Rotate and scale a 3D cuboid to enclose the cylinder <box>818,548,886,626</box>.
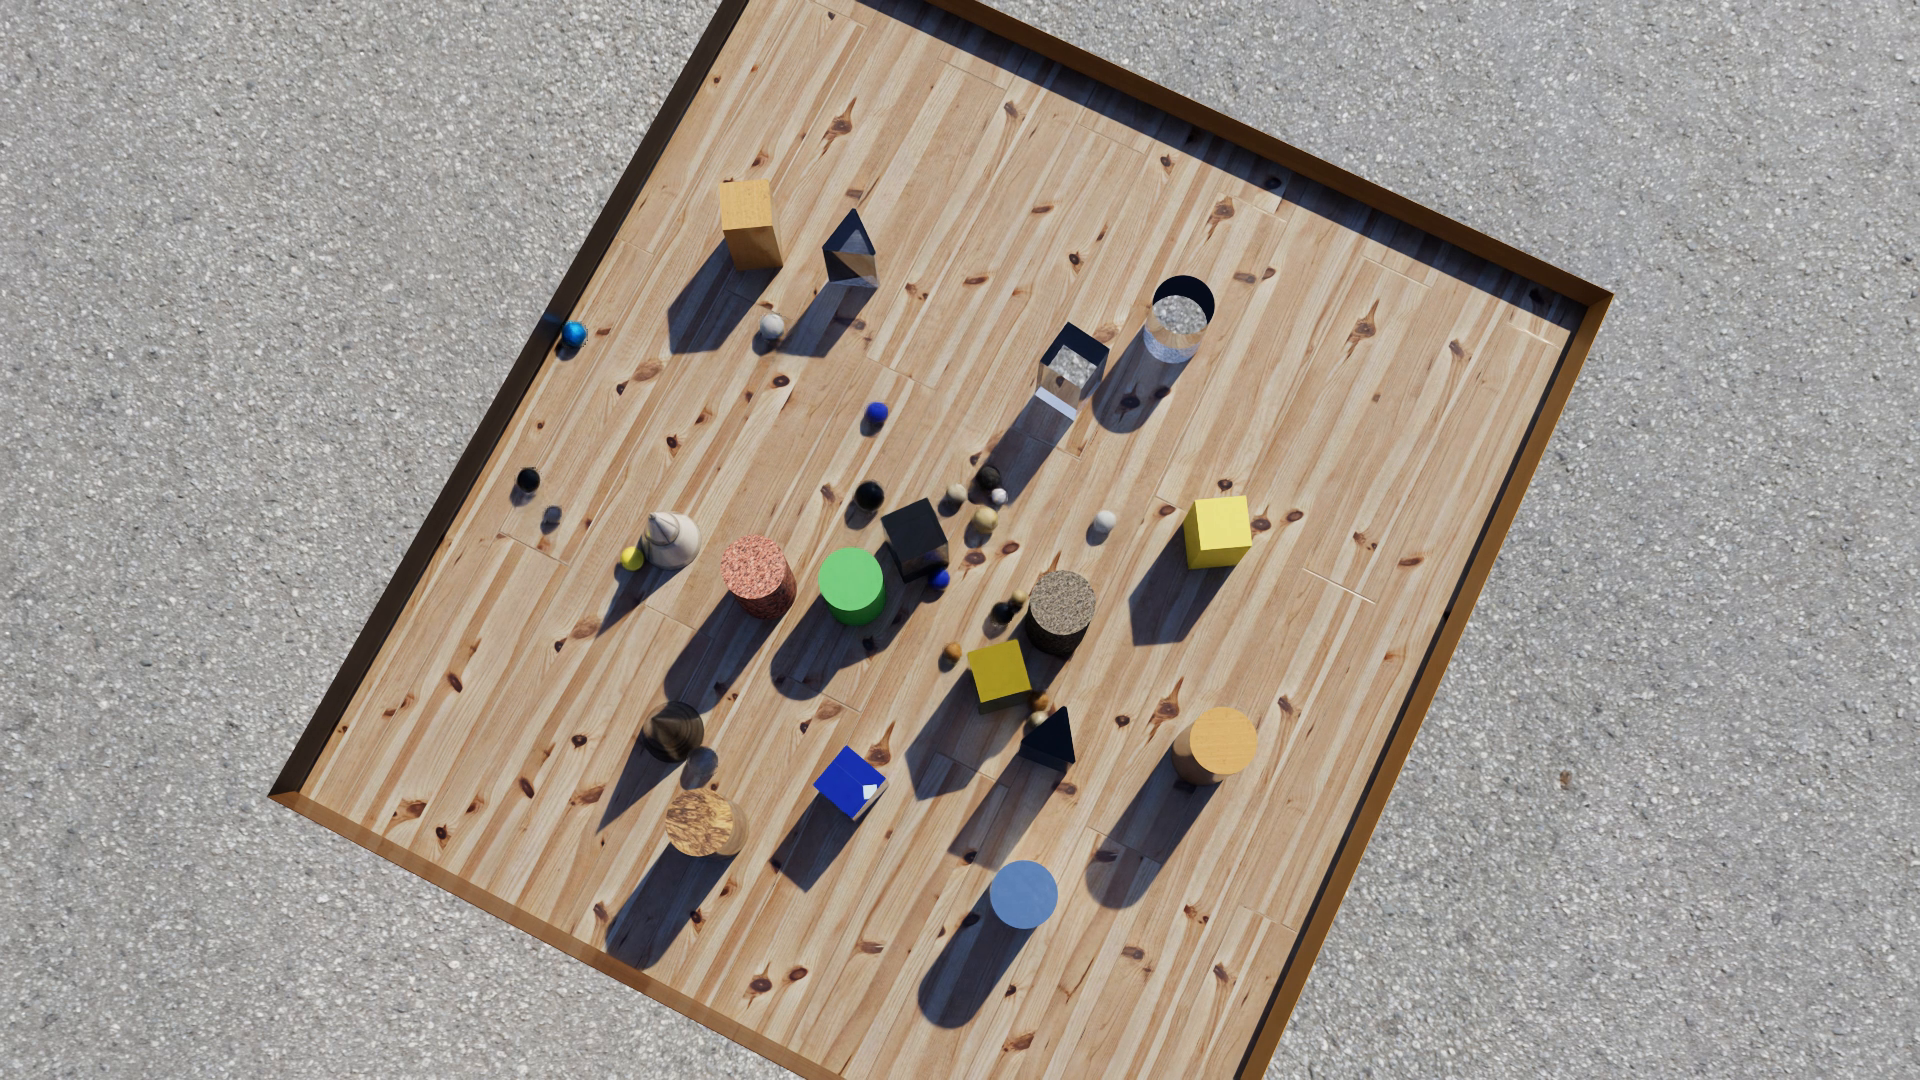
[{"bbox_3d":[-0.317,0.142,5.440,0.186,0.288,0.186,0,78,0],"label":"cylinder"}]

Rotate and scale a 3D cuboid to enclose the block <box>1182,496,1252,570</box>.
[{"bbox_3d":[0.765,-0.020,5.466,0.149,0.302,0.149,-5,78,-1],"label":"block"}]

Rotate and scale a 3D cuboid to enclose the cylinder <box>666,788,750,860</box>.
[{"bbox_3d":[-0.718,0.817,5.241,0.186,0.404,0.186,0,78,0],"label":"cylinder"}]

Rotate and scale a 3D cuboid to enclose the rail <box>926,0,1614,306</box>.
[{"bbox_3d":[0.701,-1.367,5.836,2.926,0.121,0.045,26,80,5],"label":"rail"}]

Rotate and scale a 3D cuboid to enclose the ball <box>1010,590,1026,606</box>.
[{"bbox_3d":[0.177,0.177,5.555,0.048,0.048,0.048,0,78,0],"label":"ball"}]

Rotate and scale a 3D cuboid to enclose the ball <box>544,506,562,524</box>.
[{"bbox_3d":[-1.243,-0.077,5.604,0.055,0.055,0.055,0,78,0],"label":"ball"}]

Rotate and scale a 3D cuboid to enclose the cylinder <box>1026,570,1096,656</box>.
[{"bbox_3d":[0.290,0.217,5.367,0.186,0.401,0.186,0,78,0],"label":"cylinder"}]

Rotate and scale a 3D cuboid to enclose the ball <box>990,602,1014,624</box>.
[{"bbox_3d":[0.127,0.221,5.535,0.070,0.070,0.070,0,78,0],"label":"ball"}]

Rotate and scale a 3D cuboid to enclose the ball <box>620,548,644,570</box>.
[{"bbox_3d":[-0.996,0.057,5.568,0.071,0.071,0.071,0,78,0],"label":"ball"}]

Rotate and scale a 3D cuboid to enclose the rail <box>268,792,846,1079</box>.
[{"bbox_3d":[-0.701,1.380,5.268,2.926,0.121,0.045,26,80,5],"label":"rail"}]

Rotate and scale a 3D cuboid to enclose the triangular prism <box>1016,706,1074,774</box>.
[{"bbox_3d":[0.270,0.567,5.313,0.161,0.365,0.140,21,79,4],"label":"triangular prism"}]

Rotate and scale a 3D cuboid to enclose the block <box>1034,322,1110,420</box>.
[{"bbox_3d":[0.336,-0.507,5.542,0.149,0.351,0.149,34,80,7],"label":"block"}]

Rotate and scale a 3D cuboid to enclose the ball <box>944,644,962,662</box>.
[{"bbox_3d":[-0.020,0.339,5.518,0.055,0.055,0.055,0,78,0],"label":"ball"}]

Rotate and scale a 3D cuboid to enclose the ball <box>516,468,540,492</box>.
[{"bbox_3d":[-1.322,-0.184,5.616,0.074,0.074,0.074,0,78,0],"label":"ball"}]

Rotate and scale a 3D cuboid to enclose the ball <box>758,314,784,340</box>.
[{"bbox_3d":[-0.586,-0.664,5.713,0.080,0.080,0.080,0,78,0],"label":"ball"}]

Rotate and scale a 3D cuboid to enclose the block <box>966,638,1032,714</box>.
[{"bbox_3d":[0.111,0.404,5.365,0.149,0.328,0.149,-15,79,-3],"label":"block"}]

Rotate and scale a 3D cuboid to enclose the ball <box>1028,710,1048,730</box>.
[{"bbox_3d":[0.235,0.540,5.475,0.059,0.059,0.059,0,78,0],"label":"ball"}]

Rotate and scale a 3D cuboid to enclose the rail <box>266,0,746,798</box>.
[{"bbox_3d":[-1.287,-0.624,5.683,0.045,0.121,3.184,26,80,5],"label":"rail"}]

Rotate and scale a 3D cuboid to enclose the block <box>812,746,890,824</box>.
[{"bbox_3d":[-0.315,0.714,5.336,0.149,0.260,0.149,39,81,7],"label":"block"}]

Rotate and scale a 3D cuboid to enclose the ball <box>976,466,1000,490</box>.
[{"bbox_3d":[0.088,-0.190,5.617,0.075,0.075,0.075,0,78,0],"label":"ball"}]

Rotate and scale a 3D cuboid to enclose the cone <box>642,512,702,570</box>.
[{"bbox_3d":[-0.885,-0.038,5.422,0.186,0.395,0.186,0,78,0],"label":"cone"}]

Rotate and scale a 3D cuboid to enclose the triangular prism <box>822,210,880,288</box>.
[{"bbox_3d":[-0.327,-0.903,5.654,0.161,0.293,0.140,6,78,1],"label":"triangular prism"}]

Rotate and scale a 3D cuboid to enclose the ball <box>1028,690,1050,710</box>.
[{"bbox_3d":[0.235,0.480,5.485,0.063,0.063,0.063,0,78,0],"label":"ball"}]

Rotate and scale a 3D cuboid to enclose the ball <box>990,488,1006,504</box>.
[{"bbox_3d":[0.119,-0.136,5.619,0.050,0.050,0.050,0,78,0],"label":"ball"}]

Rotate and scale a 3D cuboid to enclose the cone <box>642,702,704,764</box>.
[{"bbox_3d":[-0.860,0.536,5.303,0.186,0.396,0.186,0,78,0],"label":"cone"}]

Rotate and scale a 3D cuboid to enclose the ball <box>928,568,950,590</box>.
[{"bbox_3d":[-0.064,0.119,5.557,0.068,0.068,0.068,0,78,0],"label":"ball"}]

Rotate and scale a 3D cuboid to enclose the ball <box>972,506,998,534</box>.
[{"bbox_3d":[0.078,-0.061,5.588,0.080,0.080,0.080,0,78,0],"label":"ball"}]

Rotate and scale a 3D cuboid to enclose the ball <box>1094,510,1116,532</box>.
[{"bbox_3d":[0.443,-0.056,5.593,0.069,0.069,0.069,0,78,0],"label":"ball"}]

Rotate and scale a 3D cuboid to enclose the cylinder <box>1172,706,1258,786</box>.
[{"bbox_3d":[0.724,0.598,5.259,0.186,0.457,0.186,0,78,0],"label":"cylinder"}]

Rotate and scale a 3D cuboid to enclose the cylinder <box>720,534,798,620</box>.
[{"bbox_3d":[-0.589,0.114,5.404,0.186,0.370,0.186,0,78,0],"label":"cylinder"}]

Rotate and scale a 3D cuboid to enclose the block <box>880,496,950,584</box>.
[{"bbox_3d":[-0.132,0.005,5.445,0.149,0.333,0.149,-24,79,-5],"label":"block"}]

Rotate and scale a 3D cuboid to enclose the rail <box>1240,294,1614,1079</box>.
[{"bbox_3d":[1.287,0.637,5.422,0.045,0.121,3.184,26,80,5],"label":"rail"}]

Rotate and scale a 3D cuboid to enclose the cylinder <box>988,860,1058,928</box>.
[{"bbox_3d":[0.177,1.012,5.221,0.186,0.364,0.186,0,78,0],"label":"cylinder"}]

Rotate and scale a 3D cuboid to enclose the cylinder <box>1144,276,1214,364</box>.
[{"bbox_3d":[0.668,-0.673,5.608,0.186,0.289,0.186,0,78,0],"label":"cylinder"}]

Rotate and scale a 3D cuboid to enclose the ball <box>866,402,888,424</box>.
[{"bbox_3d":[-0.255,-0.394,5.663,0.069,0.069,0.069,0,78,0],"label":"ball"}]

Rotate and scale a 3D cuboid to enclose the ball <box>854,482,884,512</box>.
[{"bbox_3d":[-0.276,-0.133,5.596,0.093,0.093,0.093,0,78,0],"label":"ball"}]

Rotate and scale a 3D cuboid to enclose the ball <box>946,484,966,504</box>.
[{"bbox_3d":[-0.011,-0.141,5.612,0.065,0.065,0.065,0,78,0],"label":"ball"}]

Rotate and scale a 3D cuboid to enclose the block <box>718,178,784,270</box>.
[{"bbox_3d":[-0.639,-0.966,5.637,0.149,0.351,0.149,-6,78,-1],"label":"block"}]

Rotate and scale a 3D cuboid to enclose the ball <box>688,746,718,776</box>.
[{"bbox_3d":[-0.760,0.655,5.436,0.088,0.088,0.088,0,78,0],"label":"ball"}]

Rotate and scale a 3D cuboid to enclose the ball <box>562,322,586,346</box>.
[{"bbox_3d":[-1.205,-0.642,5.711,0.074,0.074,0.074,0,78,0],"label":"ball"}]
